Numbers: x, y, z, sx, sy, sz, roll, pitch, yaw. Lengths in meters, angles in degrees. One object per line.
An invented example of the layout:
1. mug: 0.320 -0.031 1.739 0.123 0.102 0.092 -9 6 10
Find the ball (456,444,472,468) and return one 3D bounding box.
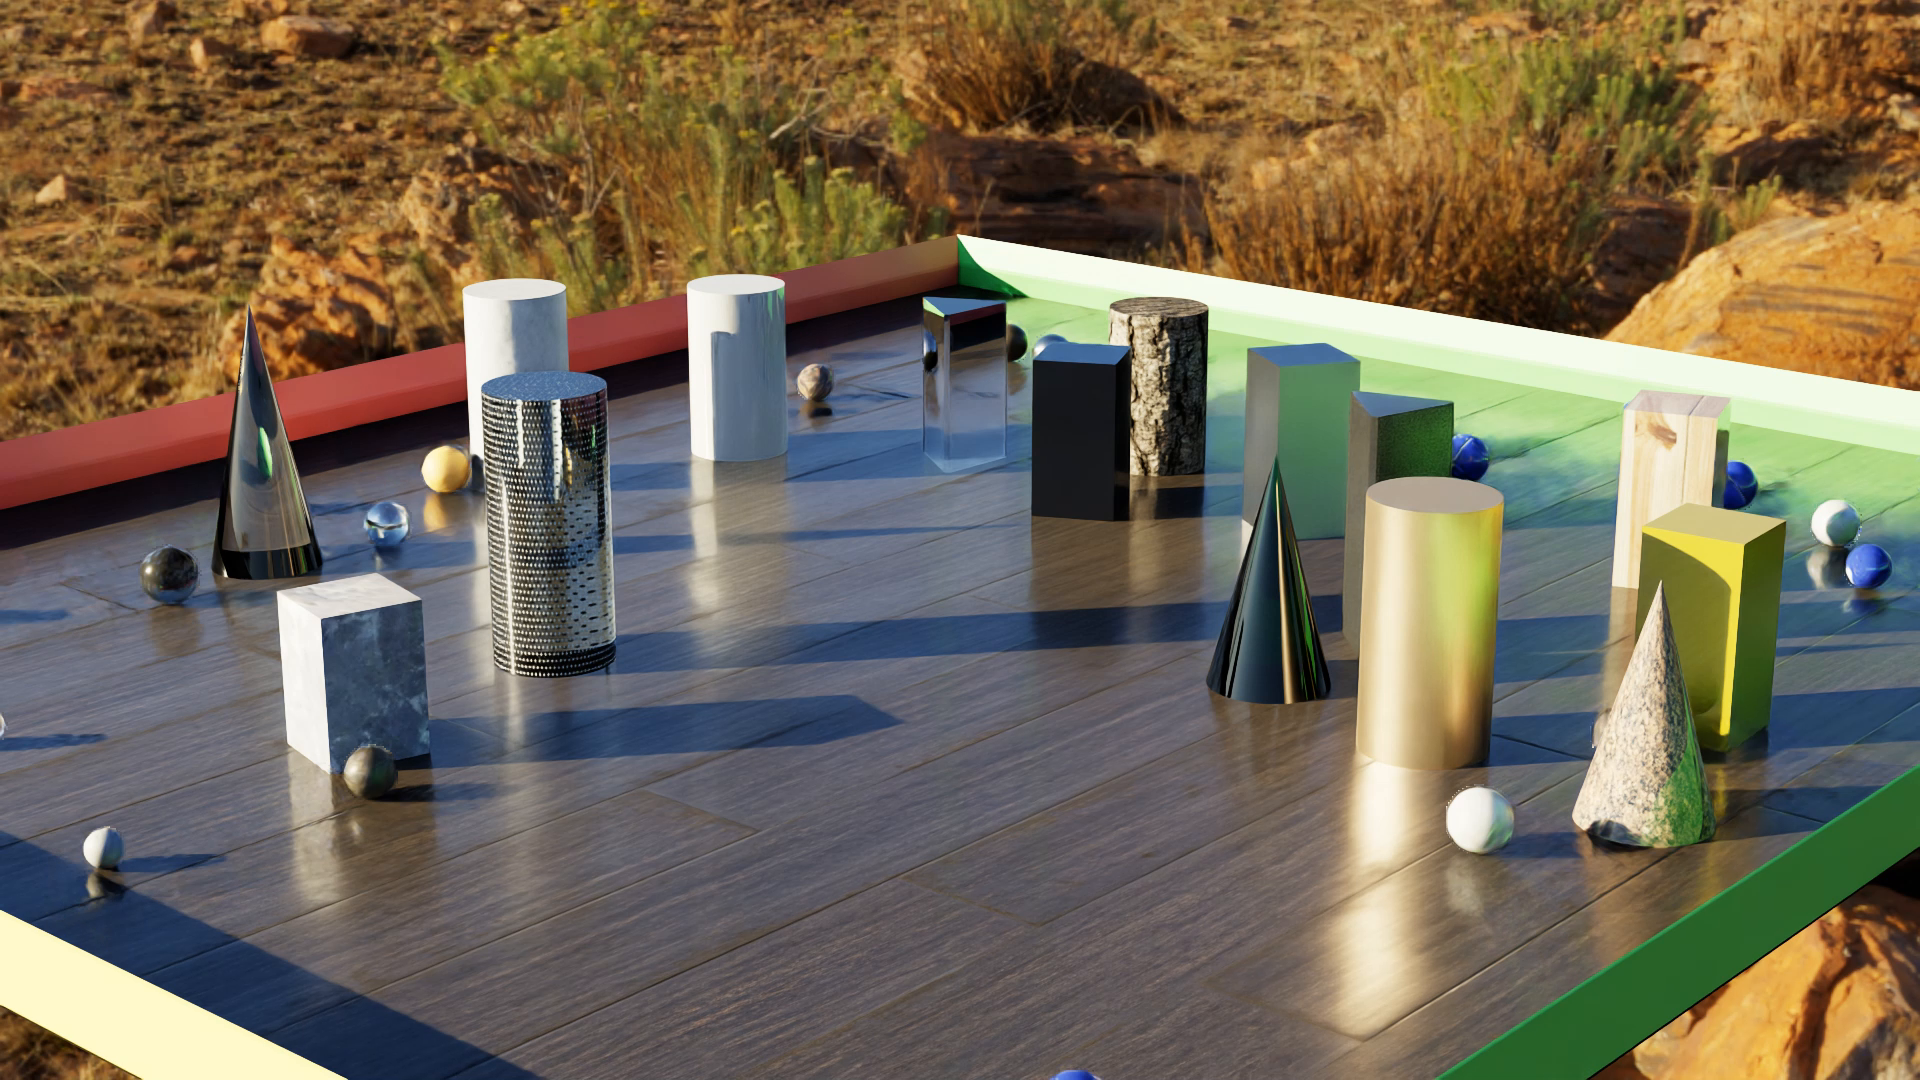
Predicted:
1. ball: -1.002 -0.168 5.928 0.049 0.049 0.049 0 17 0

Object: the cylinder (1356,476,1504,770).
1. cylinder: 0.698 0.122 4.366 0.200 0.395 0.200 0 17 0

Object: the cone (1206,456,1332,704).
1. cone: 0.494 0.047 4.642 0.200 0.379 0.200 0 17 0

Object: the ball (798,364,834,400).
1. ball: -0.319 -0.348 6.473 0.081 0.081 0.081 0 17 0

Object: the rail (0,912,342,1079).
1. rail: -1.298 0.464 3.688 3.498 0.130 0.045 14 22 39

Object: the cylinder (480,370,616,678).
1. cylinder: -0.664 -0.027 4.748 0.200 0.460 0.200 0 17 0

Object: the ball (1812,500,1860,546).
1. ball: 1.617 -0.032 5.412 0.086 0.086 0.086 0 17 0

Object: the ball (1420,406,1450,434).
1. ball: 1.004 -0.253 6.192 0.061 0.061 0.061 0 17 0

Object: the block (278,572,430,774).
1. block: -0.905 0.198 4.381 0.160 0.242 0.160 -11 20 -33

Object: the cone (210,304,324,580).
1. cone: -1.256 -0.189 5.247 0.200 0.482 0.200 0 17 0

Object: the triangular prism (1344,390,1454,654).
1. triangular prism: 0.690 -0.029 4.834 0.173 0.415 0.150 -11 20 -32

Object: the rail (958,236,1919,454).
1. rail: 1.298 -0.398 6.551 3.498 0.130 0.045 14 22 39

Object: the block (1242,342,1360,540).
1. block: 0.637 -0.184 5.488 0.160 0.334 0.160 -5 17 -16

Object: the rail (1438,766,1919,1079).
1. rail: 1.303 0.359 4.037 0.045 0.130 4.007 14 22 39

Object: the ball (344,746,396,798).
1. ball: -0.848 0.335 4.215 0.074 0.074 0.074 0 17 0

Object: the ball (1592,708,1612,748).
1. ball: 0.981 0.289 4.353 0.082 0.082 0.082 0 17 0

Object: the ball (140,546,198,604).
1. ball: -1.370 0.061 5.080 0.100 0.100 0.100 0 17 0

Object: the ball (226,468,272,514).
1. ball: -1.363 -0.093 5.617 0.086 0.086 0.086 0 17 0

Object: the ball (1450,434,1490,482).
1. ball: 1.004 -0.162 5.824 0.098 0.098 0.098 0 17 0

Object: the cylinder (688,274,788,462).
1. cylinder: -0.457 -0.355 6.033 0.200 0.348 0.200 0 17 0

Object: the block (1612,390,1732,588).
1. block: 1.259 -0.085 5.183 0.160 0.321 0.160 7 18 22

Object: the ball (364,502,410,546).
1. ball: -1.056 -0.030 5.409 0.084 0.084 0.084 0 17 0

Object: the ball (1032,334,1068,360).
1. ball: 0.211 -0.424 6.702 0.094 0.094 0.094 0 17 0

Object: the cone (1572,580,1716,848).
1. cone: 0.967 0.224 4.092 0.200 0.357 0.200 0 17 0

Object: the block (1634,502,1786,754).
1. block: 1.135 0.131 4.455 0.160 0.327 0.160 12 21 35

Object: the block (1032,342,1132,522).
1. block: 0.234 -0.209 5.621 0.160 0.306 0.160 4 17 14

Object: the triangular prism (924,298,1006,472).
1. triangular prism: -0.019 -0.324 5.968 0.150 0.325 0.173 16 23 42

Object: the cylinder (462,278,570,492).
1. cylinder: -0.870 -0.303 5.782 0.200 0.392 0.200 0 17 0

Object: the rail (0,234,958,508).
1. rail: -1.303 -0.294 6.203 0.045 0.130 4.007 14 22 39

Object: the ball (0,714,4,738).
1. ball: -1.471 0.281 4.419 0.061 0.061 0.061 0 17 0

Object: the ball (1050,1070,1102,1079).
1. ball: 0.127 0.627 3.221 0.089 0.089 0.089 0 17 0

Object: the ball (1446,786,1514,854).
1. ball: 0.714 0.384 4.021 0.091 0.091 0.091 0 17 0

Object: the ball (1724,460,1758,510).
1. ball: 1.484 -0.107 5.640 0.098 0.098 0.098 0 17 0

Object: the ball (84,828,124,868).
1. ball: -1.160 0.418 3.974 0.054 0.054 0.054 0 17 0

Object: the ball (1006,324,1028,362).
1. ball: 0.115 -0.459 6.828 0.089 0.089 0.089 0 17 0

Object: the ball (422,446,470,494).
1. ball: -1.009 -0.137 5.754 0.091 0.091 0.091 0 17 0

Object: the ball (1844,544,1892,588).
1. ball: 1.600 0.046 5.164 0.080 0.080 0.080 0 17 0

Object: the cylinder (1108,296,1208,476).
1. cylinder: 0.399 -0.312 5.930 0.200 0.325 0.200 0 17 0
